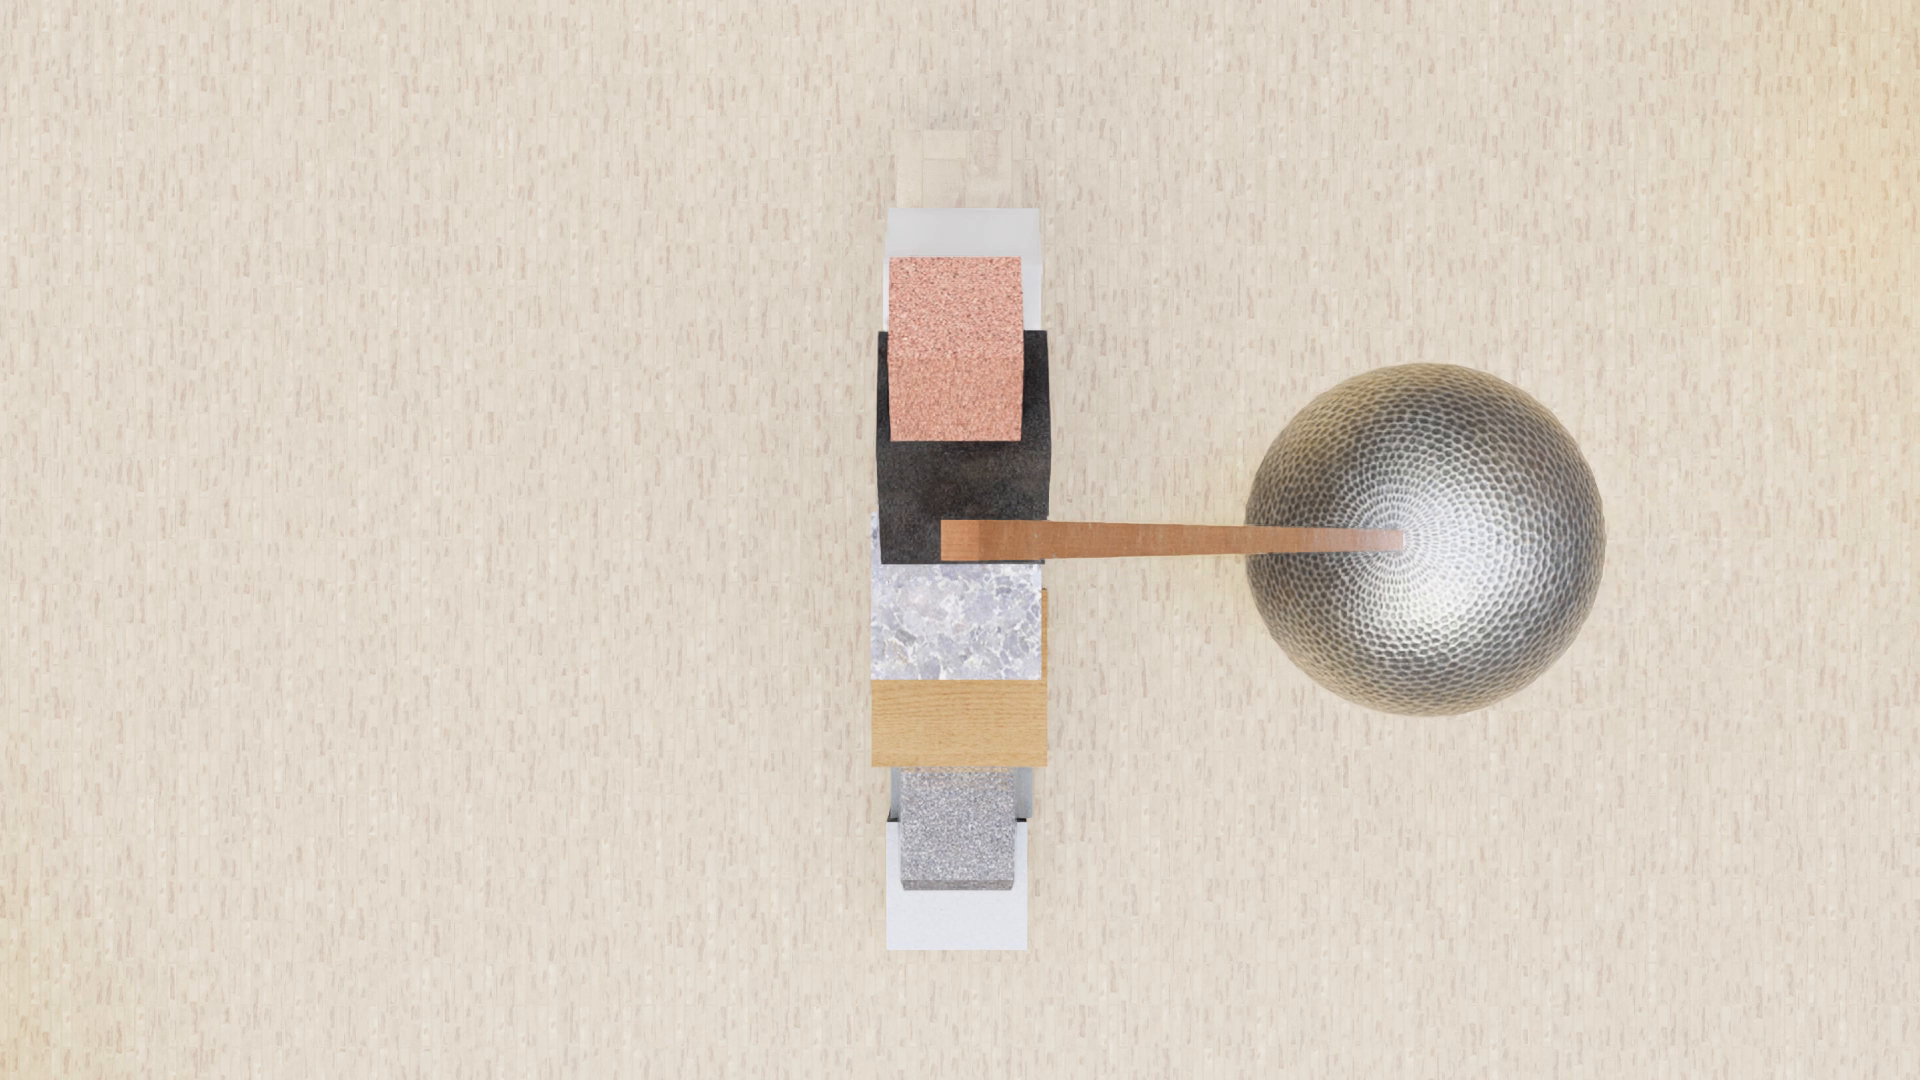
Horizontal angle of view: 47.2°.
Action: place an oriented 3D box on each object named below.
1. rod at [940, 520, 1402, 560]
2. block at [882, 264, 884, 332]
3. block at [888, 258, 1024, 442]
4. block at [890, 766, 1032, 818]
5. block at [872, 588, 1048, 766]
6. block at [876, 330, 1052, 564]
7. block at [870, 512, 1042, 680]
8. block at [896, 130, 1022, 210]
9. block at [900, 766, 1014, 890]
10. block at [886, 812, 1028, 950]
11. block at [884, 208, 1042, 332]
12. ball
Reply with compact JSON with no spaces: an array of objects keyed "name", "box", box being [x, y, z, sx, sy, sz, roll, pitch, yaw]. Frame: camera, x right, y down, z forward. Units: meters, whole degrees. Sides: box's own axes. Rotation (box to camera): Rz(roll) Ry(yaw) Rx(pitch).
[{"name":"rod","box":[0.899,0.000,6.694,0.080,5.200,0.080,0,90,20]},{"name":"block","box":[-0.016,-1.169,12.654,0.842,0.692,0.746,0,90,0]},{"name":"block","box":[-0.018,-0.771,8.908,0.529,0.528,0.524,0,54,0]},{"name":"block","box":[0.009,1.206,12.670,0.796,0.659,0.710,0,90,0]},{"name":"block","box":[-0.002,0.662,10.889,0.842,0.725,0.848,0,90,0]},{"name":"block","box":[0.013,-0.389,9.455,0.717,0.806,0.644,0,54,0]},{"name":"block","box":[-0.018,0.251,10.143,0.757,0.769,0.745,0,89,0]},{"name":"block","box":[-0.003,-1.916,12.616,0.695,0.768,0.729,0,90,0]},{"name":"block","box":[-0.013,1.543,11.889,0.596,0.691,0.638,0,77,0]},{"name":"block","box":[-0.018,1.926,12.618,0.784,0.763,0.710,0,90,0]},{"name":"block","box":[0.012,-1.061,10.515,0.722,0.721,0.834,1,119,0]},{"name":"ball","box":[2.074,0.000,9.884,1.600,1.600,1.600,0,90,0]}]
